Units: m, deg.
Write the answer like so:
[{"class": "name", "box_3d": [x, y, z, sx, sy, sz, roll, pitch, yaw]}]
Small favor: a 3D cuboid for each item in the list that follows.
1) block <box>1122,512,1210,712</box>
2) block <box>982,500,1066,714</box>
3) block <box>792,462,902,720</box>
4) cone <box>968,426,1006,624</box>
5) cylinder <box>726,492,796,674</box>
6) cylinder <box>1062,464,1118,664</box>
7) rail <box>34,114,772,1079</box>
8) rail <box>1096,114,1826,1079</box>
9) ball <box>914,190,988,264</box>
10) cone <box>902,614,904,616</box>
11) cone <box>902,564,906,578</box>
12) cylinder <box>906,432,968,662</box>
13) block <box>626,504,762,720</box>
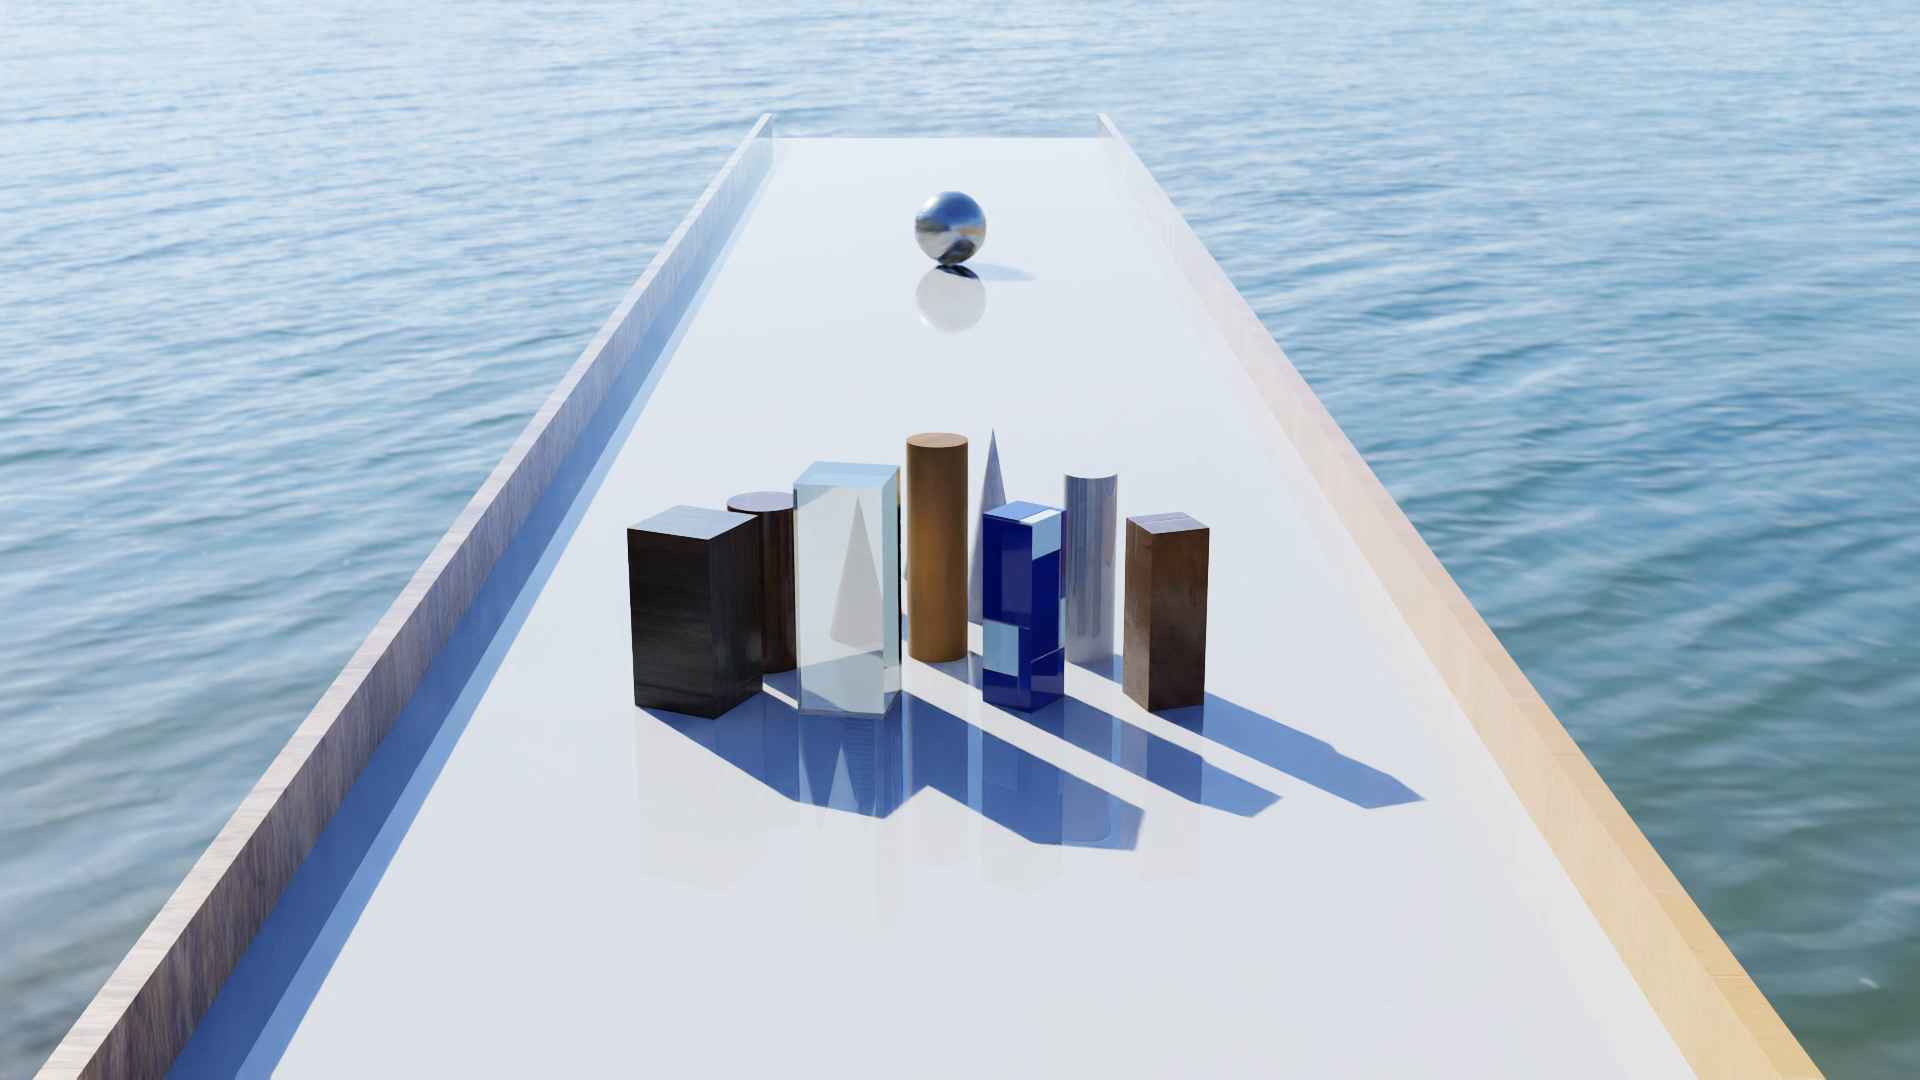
[{"class": "block", "box_3d": [0.388, 0.135, 4.159, 0.117, 0.350, 0.117, -6, 18, -19]}, {"class": "block", "box_3d": [0.121, 0.125, 4.151, 0.112, 0.373, 0.112, 12, 20, 35]}, {"class": "block", "box_3d": [-0.208, 0.093, 4.128, 0.165, 0.448, 0.165, 3, 17, 10]}, {"class": "cone", "box_3d": [0.069, -0.040, 4.635, 0.143, 0.413, 0.143, 0, 17, 0]}, {"class": "cylinder", "box_3d": [-0.384, 0.083, 4.362, 0.148, 0.333, 0.148, 0, 17, 0]}, {"class": "cylinder", "box_3d": [0.257, 0.049, 4.387, 0.110, 0.385, 0.110, 0, 17, 0]}, {"class": "rail", "box_3d": [-1.118, -0.838, 7.780, 0.050, 0.150, 12.000, 0, 17, -1]}, {"class": "rail", "box_3d": [0.932, -0.844, 7.801, 0.050, 0.150, 12.000, 0, 17, -1]}, {"class": "ball", "box_3d": [-0.039, -1.279, 9.004, 0.299, 0.299, 0.299, 0, 17, 0]}, {"class": "cone", "box_3d": [-0.184, 0.016, 4.644, 0.127, 0.302, 0.127, 0, 17, 0]}, {"class": "cone", "box_3d": [-0.054, -0.074, 4.916, 0.152, 0.320, 0.152, 0, 17, 0]}, {"class": "cylinder", "box_3d": [-0.045, 0.015, 4.396, 0.123, 0.444, 0.123, 0, 17, 0]}, {"class": "block", "box_3d": [-0.499, 0.134, 4.162, 0.177, 0.351, 0.177, 8, 18, 25]}]
